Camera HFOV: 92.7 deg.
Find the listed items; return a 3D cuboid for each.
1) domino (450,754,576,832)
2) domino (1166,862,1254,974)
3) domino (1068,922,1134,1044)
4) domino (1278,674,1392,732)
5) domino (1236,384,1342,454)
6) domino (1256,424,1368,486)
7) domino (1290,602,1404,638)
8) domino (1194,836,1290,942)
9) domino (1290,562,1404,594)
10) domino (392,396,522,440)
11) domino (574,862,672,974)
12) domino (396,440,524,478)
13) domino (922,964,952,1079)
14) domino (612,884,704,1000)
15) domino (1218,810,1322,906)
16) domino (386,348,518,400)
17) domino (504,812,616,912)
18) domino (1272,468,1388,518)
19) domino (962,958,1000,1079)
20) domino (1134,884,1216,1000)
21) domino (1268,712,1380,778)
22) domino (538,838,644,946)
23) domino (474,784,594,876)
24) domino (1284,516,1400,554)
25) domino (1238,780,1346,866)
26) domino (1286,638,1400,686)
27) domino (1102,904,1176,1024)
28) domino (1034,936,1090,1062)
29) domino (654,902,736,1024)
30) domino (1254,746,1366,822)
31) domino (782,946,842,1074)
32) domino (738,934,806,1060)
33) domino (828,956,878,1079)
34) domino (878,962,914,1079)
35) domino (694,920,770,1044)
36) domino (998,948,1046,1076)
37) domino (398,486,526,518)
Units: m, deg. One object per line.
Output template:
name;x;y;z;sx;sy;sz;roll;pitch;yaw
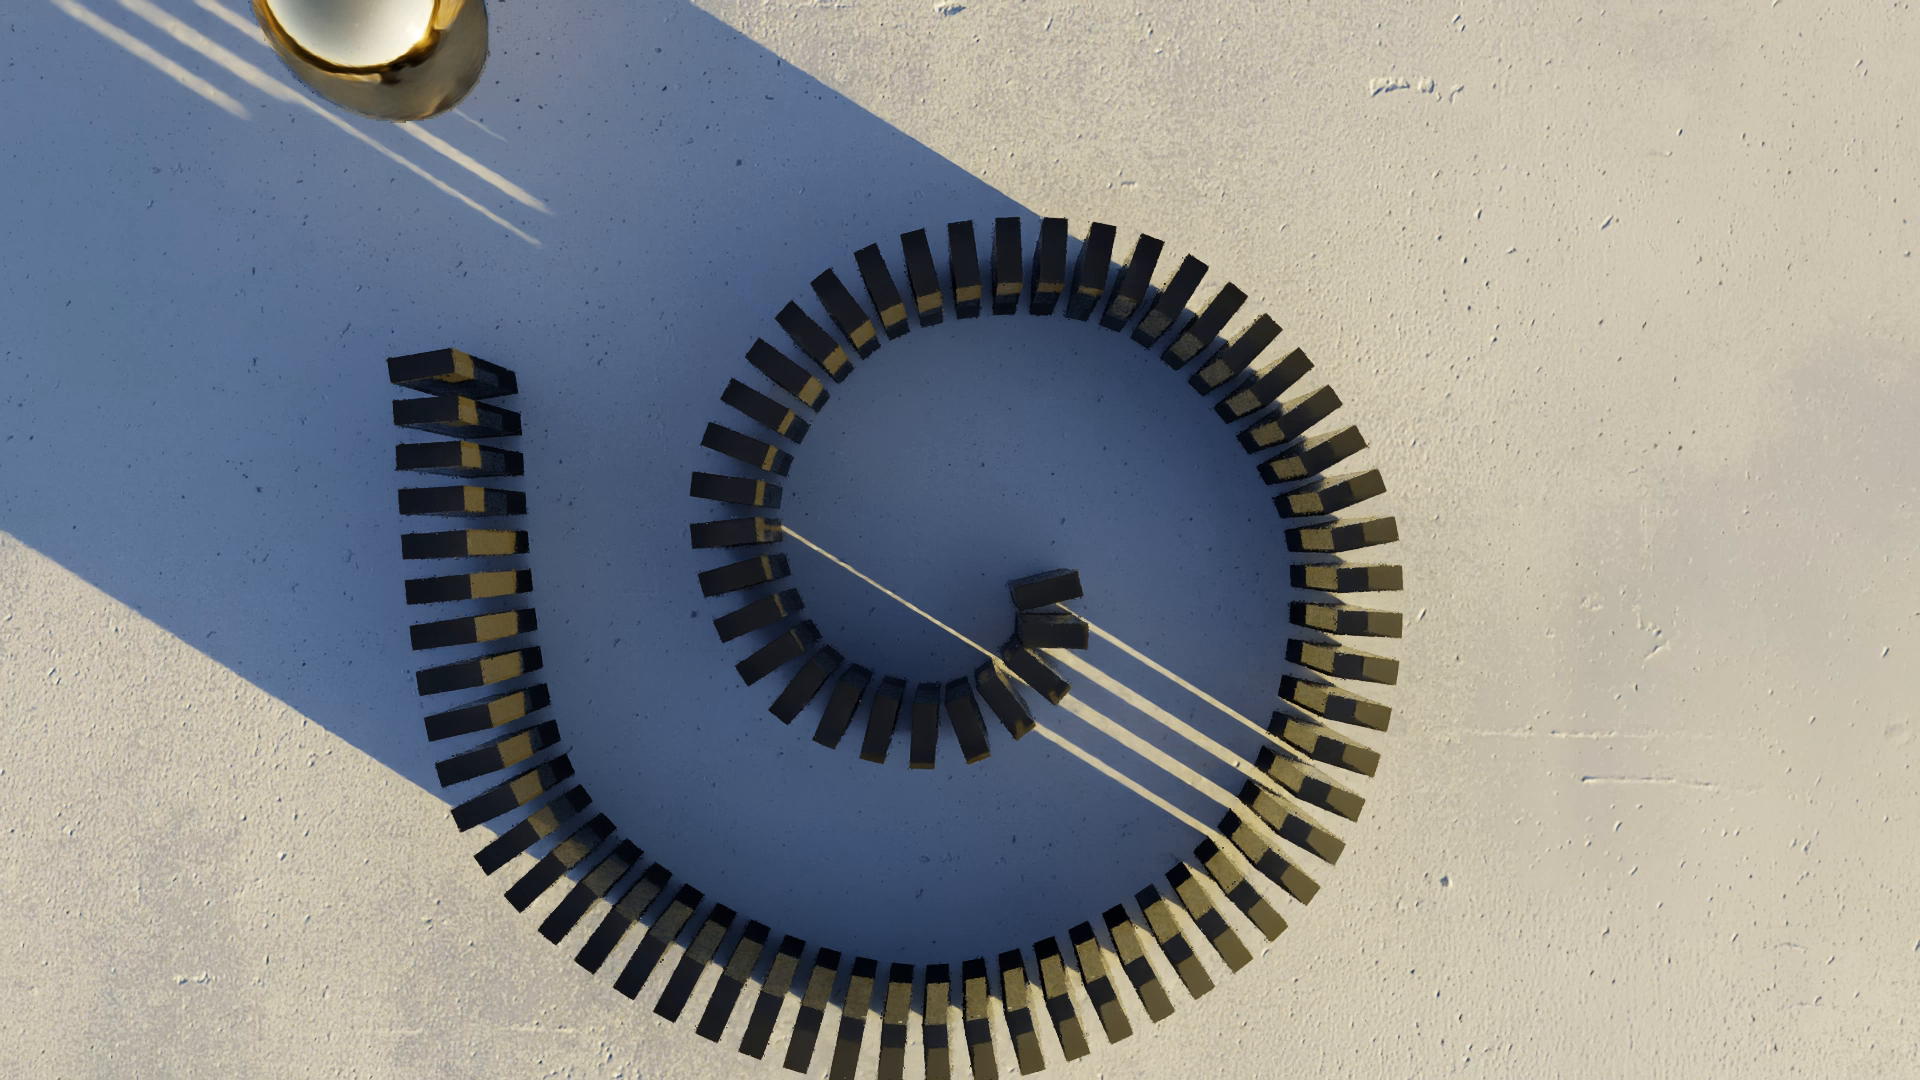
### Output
domino;-0.181;0.103;0.375;0.025;0.050;0.010;-24;90;0
domino;0.101;0.153;0.375;0.010;0.050;0.025;-38;90;0
domino;0.057;0.180;0.375;0.009;0.050;0.025;-25;90;0
domino;0.152;0.066;0.375;0.025;0.050;0.010;12;90;0
domino;0.133;-0.049;0.375;0.025;0.050;0.010;-35;90;0
domino;0.143;-0.034;0.375;0.025;0.050;0.009;-29;90;0
domino;0.157;0.032;0.375;0.025;0.050;0.010;3;90;0
domino;0.114;0.142;0.375;0.010;0.050;0.025;-44;90;0
domino;0.157;0.015;0.375;0.025;0.050;0.010;-3;90;0
domino;-0.204;-0.050;0.375;0.025;0.050;0.010;-4;90;0
domino;-0.136;0.153;0.375;0.010;0.050;0.025;36;90;0
domino;-0.203;-0.032;0.375;0.025;0.050;0.009;-3;90;0
domino;-0.009;0.198;0.375;0.010;0.050;0.025;-4;90;0
domino;-0.122;0.163;0.375;0.009;0.050;0.025;32;90;0
domino;0.125;0.129;0.375;0.025;0.050;0.010;37;90;0
domino;-0.206;-0.067;0.375;0.025;0.050;0.010;-10;90;0
domino;-0.162;0.131;0.375;0.025;0.050;0.009;-43;90;0
domino;0.150;-0.018;0.375;0.025;0.050;0.010;-21;90;0
domino;0.008;0.196;0.375;0.009;0.050;0.025;-10;90;0
domino;0.087;0.163;0.375;0.010;0.050;0.025;-33;90;0
domino;0.148;0.083;0.375;0.025;0.050;0.009;17;90;0
domino;-0.150;0.143;0.375;0.010;0.050;0.025;41;90;0
domino;-0.173;0.117;0.375;0.025;0.050;0.010;-35;90;0
domino;0.155;-0.002;0.375;0.025;0.050;0.010;-11;90;0
domino;0.134;0.114;0.375;0.025;0.050;0.010;29;90;0
domino;0.155;0.049;0.375;0.025;0.050;0.010;8;90;0
domino;0.072;0.172;0.375;0.009;0.050;0.025;-29;90;0
domino;0.041;0.186;0.375;0.009;0.050;0.025;-21;90;0
domino;-0.107;0.171;0.375;0.010;0.050;0.025;28;90;0
domino;0.142;0.099;0.375;0.025;0.050;0.009;22;90;0
domino;-0.060;0.191;0.375;0.010;0.050;0.025;16;90;0
domino;-0.076;0.185;0.375;0.010;0.050;0.025;20;90;0
domino;-0.043;0.195;0.375;0.010;0.050;0.025;11;90;0
domino;-0.026;0.197;0.375;0.010;0.050;0.025;5;90;0
domino;-0.092;0.179;0.375;0.009;0.050;0.025;24;90;0
domino;0.025;0.192;0.375;0.009;0.050;0.025;-16;90;0
domino;-0.202;-0.015;0.375;0.025;0.050;0.009;-4;90;0
